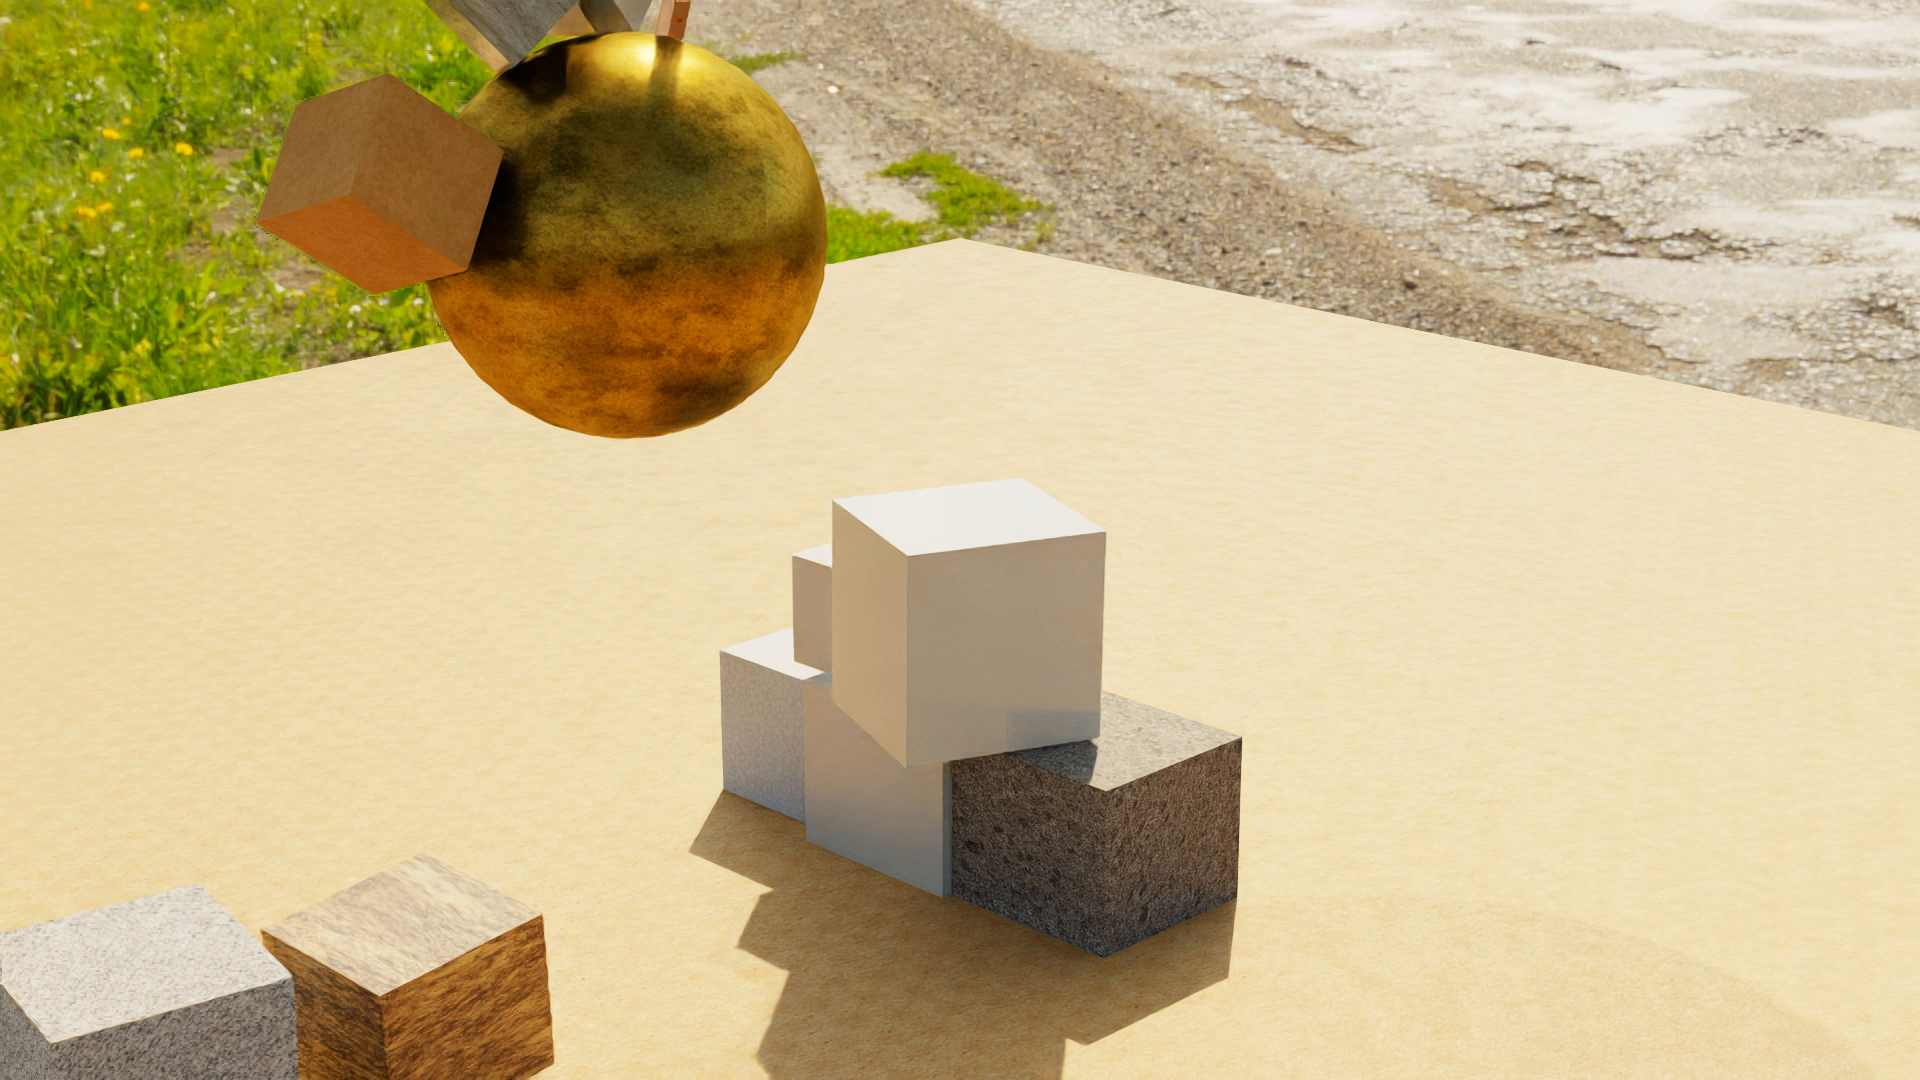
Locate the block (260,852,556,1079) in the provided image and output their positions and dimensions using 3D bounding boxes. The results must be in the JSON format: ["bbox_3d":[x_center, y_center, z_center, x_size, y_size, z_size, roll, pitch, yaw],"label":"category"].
[{"bbox_3d":[-2.134,1.775,11.384,0.733,0.681,0.783,19,30,38],"label":"block"}]

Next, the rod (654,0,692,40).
[{"bbox_3d":[-0.573,-4.504,11.326,0.080,5.200,0.080,17,6,42],"label":"rod"}]

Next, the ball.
[{"bbox_3d":[-1.321,-1.197,11.580,1.600,1.600,1.600,0,17,0],"label":"ball"}]

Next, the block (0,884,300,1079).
[{"bbox_3d":[-3.011,1.894,10.714,0.886,0.815,0.874,-12,24,-34],"label":"block"}]

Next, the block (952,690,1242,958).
[{"bbox_3d":[0.609,1.237,13.116,0.896,0.774,0.923,-17,24,-42],"label":"block"}]

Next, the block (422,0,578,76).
[{"bbox_3d":[-1.721,-2.079,11.089,0.438,0.422,0.413,-48,16,-9],"label":"block"}]

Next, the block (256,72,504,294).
[{"bbox_3d":[-2.125,-1.297,10.760,0.558,0.508,0.559,-8,-30,41],"label":"block"}]

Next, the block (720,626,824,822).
[{"bbox_3d":[-0.650,0.884,14.318,0.711,0.728,0.750,-17,24,-42],"label":"block"}]

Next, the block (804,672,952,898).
[{"bbox_3d":[-0.044,1.023,13.742,1.012,0.807,0.920,-17,24,-42],"label":"block"}]

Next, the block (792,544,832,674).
[{"bbox_3d":[-0.348,0.319,13.756,0.617,0.529,0.619,16,24,42],"label":"block"}]

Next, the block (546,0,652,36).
[{"bbox_3d":[-1.511,-2.334,11.783,0.442,0.441,0.426,5,63,25],"label":"block"}]

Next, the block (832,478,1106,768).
[{"bbox_3d":[0.024,0.345,12.952,0.927,0.955,0.864,-7,19,-23],"label":"block"}]
